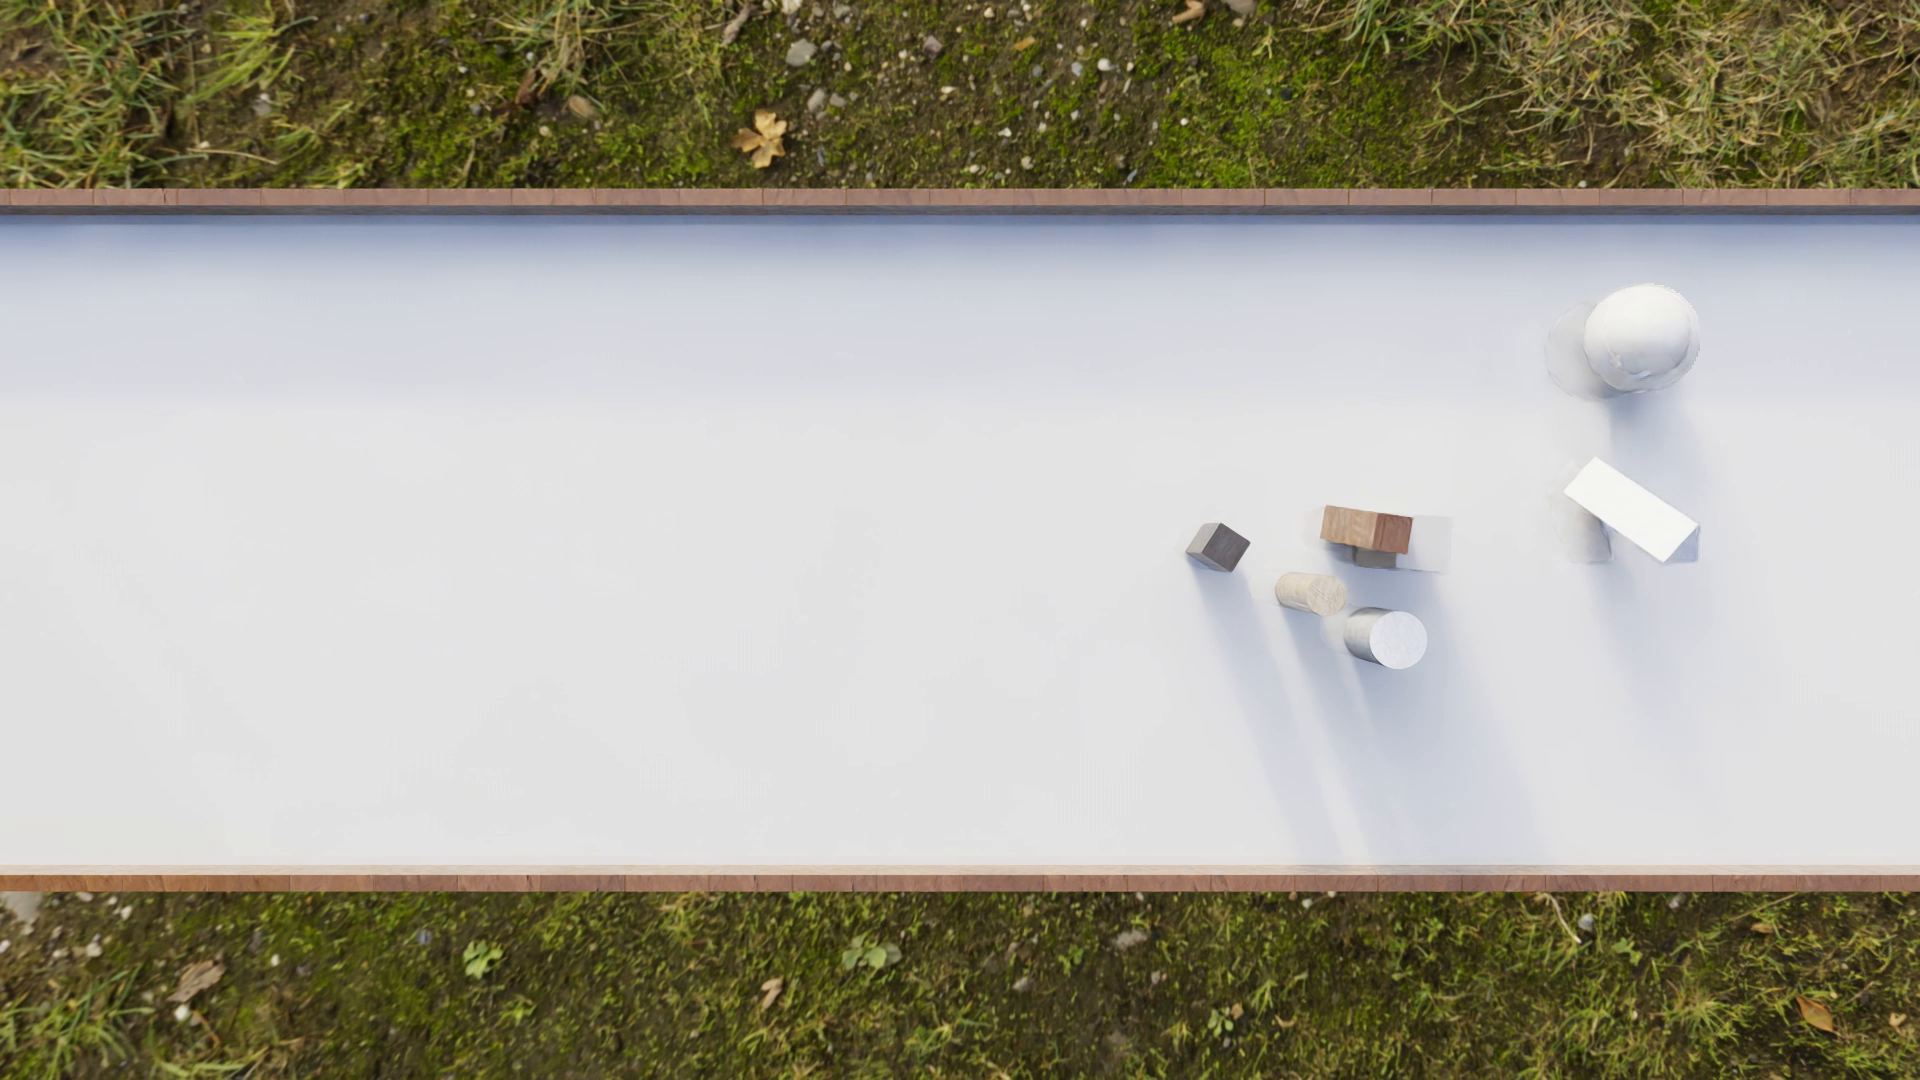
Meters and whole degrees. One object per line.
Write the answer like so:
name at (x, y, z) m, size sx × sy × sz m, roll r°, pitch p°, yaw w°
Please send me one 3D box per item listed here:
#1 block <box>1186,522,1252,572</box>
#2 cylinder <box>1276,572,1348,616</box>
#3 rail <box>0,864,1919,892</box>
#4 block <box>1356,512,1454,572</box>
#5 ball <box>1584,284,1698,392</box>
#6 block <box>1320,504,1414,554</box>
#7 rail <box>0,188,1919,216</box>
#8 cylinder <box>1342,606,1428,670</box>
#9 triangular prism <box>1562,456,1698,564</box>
block at (0.765, 0.022, 4.906) m, size 0.105 × 0.341 × 0.105 m, roll 33°, pitch 90°, yaw 0°
cylinder at (1.027, 0.155, 4.847) m, size 0.114 × 0.459 × 0.114 m, roll 0°, pitch 90°, yaw 0°
rail at (-2.247, 1.025, 5.001) m, size 12.000 × 0.150 × 0.050 m, roll 0°, pitch 90°, yaw 0°
block at (1.320, 0.005, 4.908) m, size 0.160 × 0.321 × 0.160 m, roll 5°, pitch 90°, yaw -7°
ball at (2.028, -0.600, 4.917) m, size 0.318 × 0.318 × 0.318 m, roll 0°, pitch 90°, yaw 0°
block at (1.191, -0.033, 4.853) m, size 0.105 × 0.431 × 0.105 m, roll 8°, pitch 93°, yaw -7°
rail at (-2.247, -1.025, 5.002) m, size 12.000 × 0.150 × 0.050 m, roll 0°, pitch 90°, yaw 0°
cylinder at (1.261, 0.288, 4.910) m, size 0.166 × 0.334 × 0.166 m, roll 0°, pitch 90°, yaw 0°
triangular prism at (1.994, -0.094, 4.861) m, size 0.143 × 0.409 × 0.124 m, roll -2°, pitch 122°, yaw -29°
